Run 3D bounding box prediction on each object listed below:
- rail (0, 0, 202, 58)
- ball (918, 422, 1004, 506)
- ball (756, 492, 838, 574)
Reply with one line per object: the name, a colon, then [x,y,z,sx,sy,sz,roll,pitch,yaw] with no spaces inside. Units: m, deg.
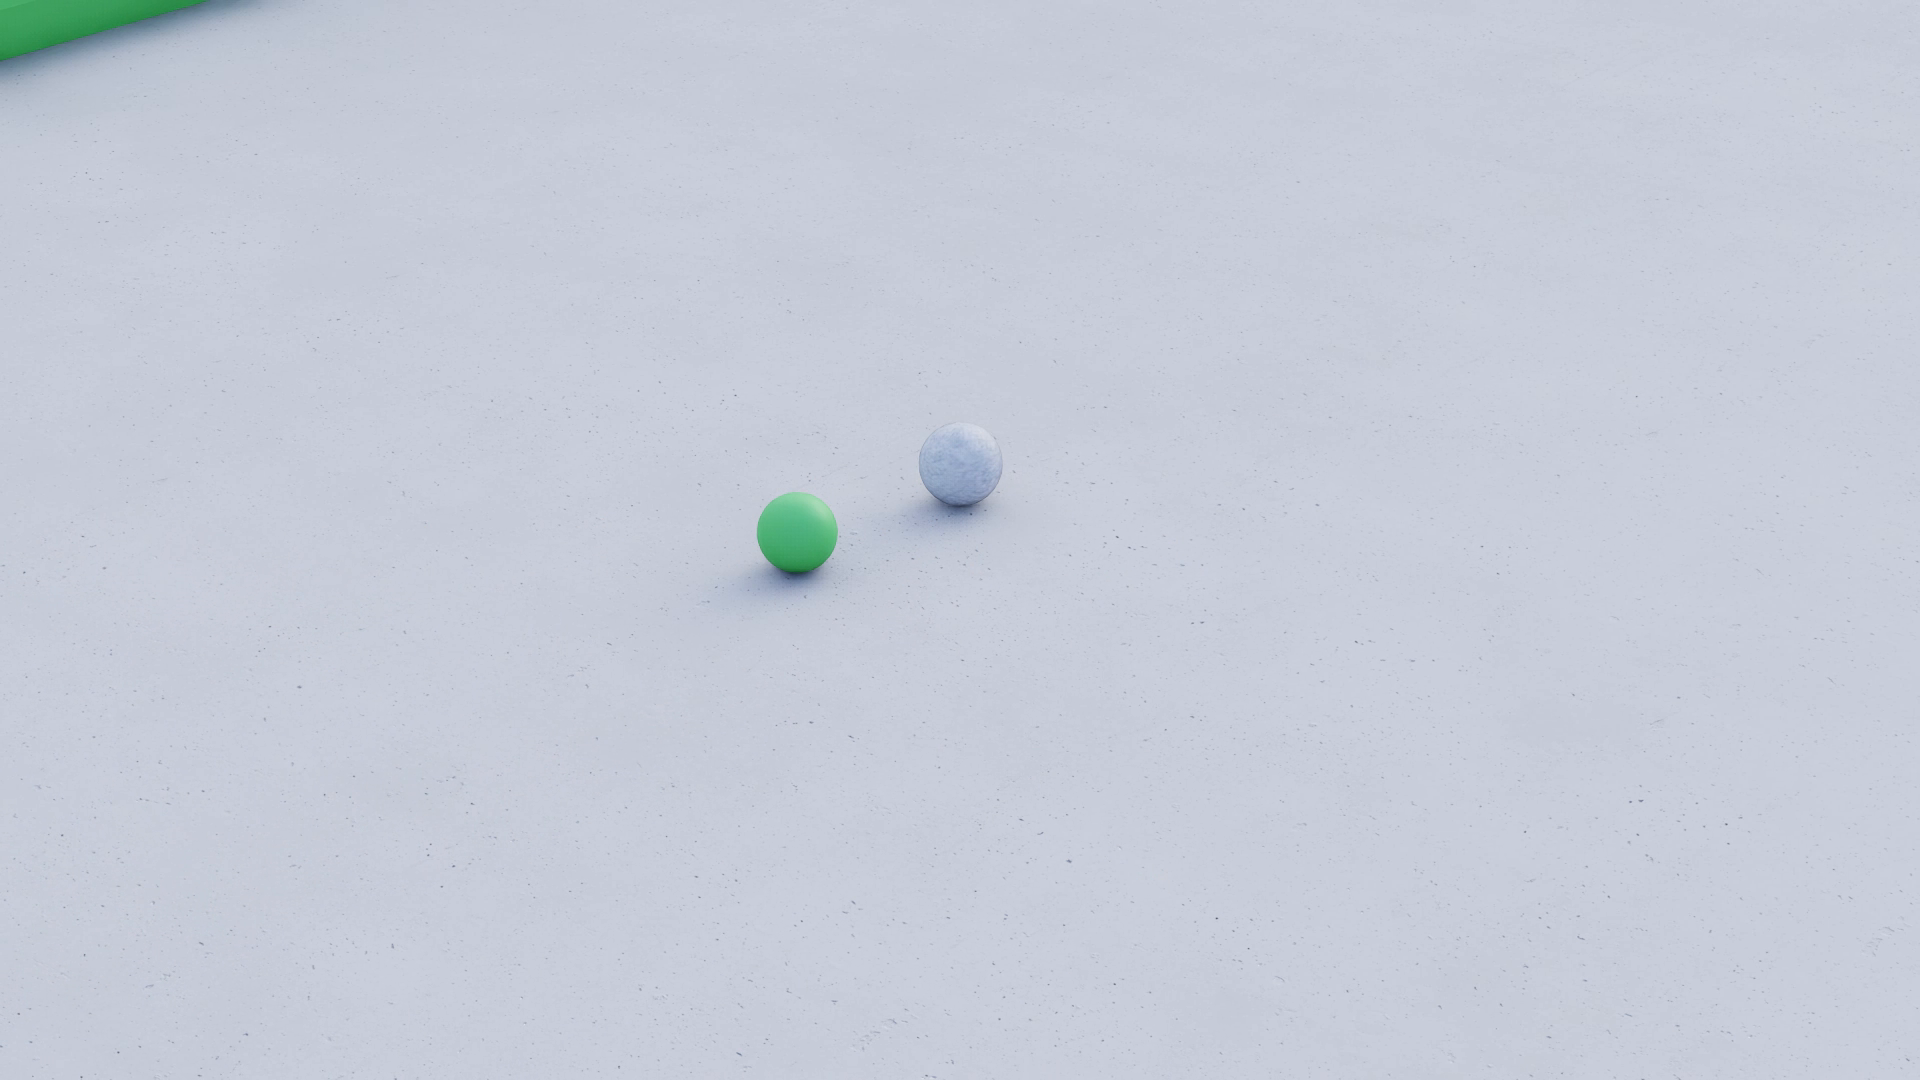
rail: [-0.279,-0.779,3.124,0.045,0.124,4.401,20,34,34]
ball: [0.000,-0.046,1.791,0.052,0.052,0.052,0,27,0]
ball: [-0.095,-0.004,1.714,0.047,0.047,0.047,0,27,0]
